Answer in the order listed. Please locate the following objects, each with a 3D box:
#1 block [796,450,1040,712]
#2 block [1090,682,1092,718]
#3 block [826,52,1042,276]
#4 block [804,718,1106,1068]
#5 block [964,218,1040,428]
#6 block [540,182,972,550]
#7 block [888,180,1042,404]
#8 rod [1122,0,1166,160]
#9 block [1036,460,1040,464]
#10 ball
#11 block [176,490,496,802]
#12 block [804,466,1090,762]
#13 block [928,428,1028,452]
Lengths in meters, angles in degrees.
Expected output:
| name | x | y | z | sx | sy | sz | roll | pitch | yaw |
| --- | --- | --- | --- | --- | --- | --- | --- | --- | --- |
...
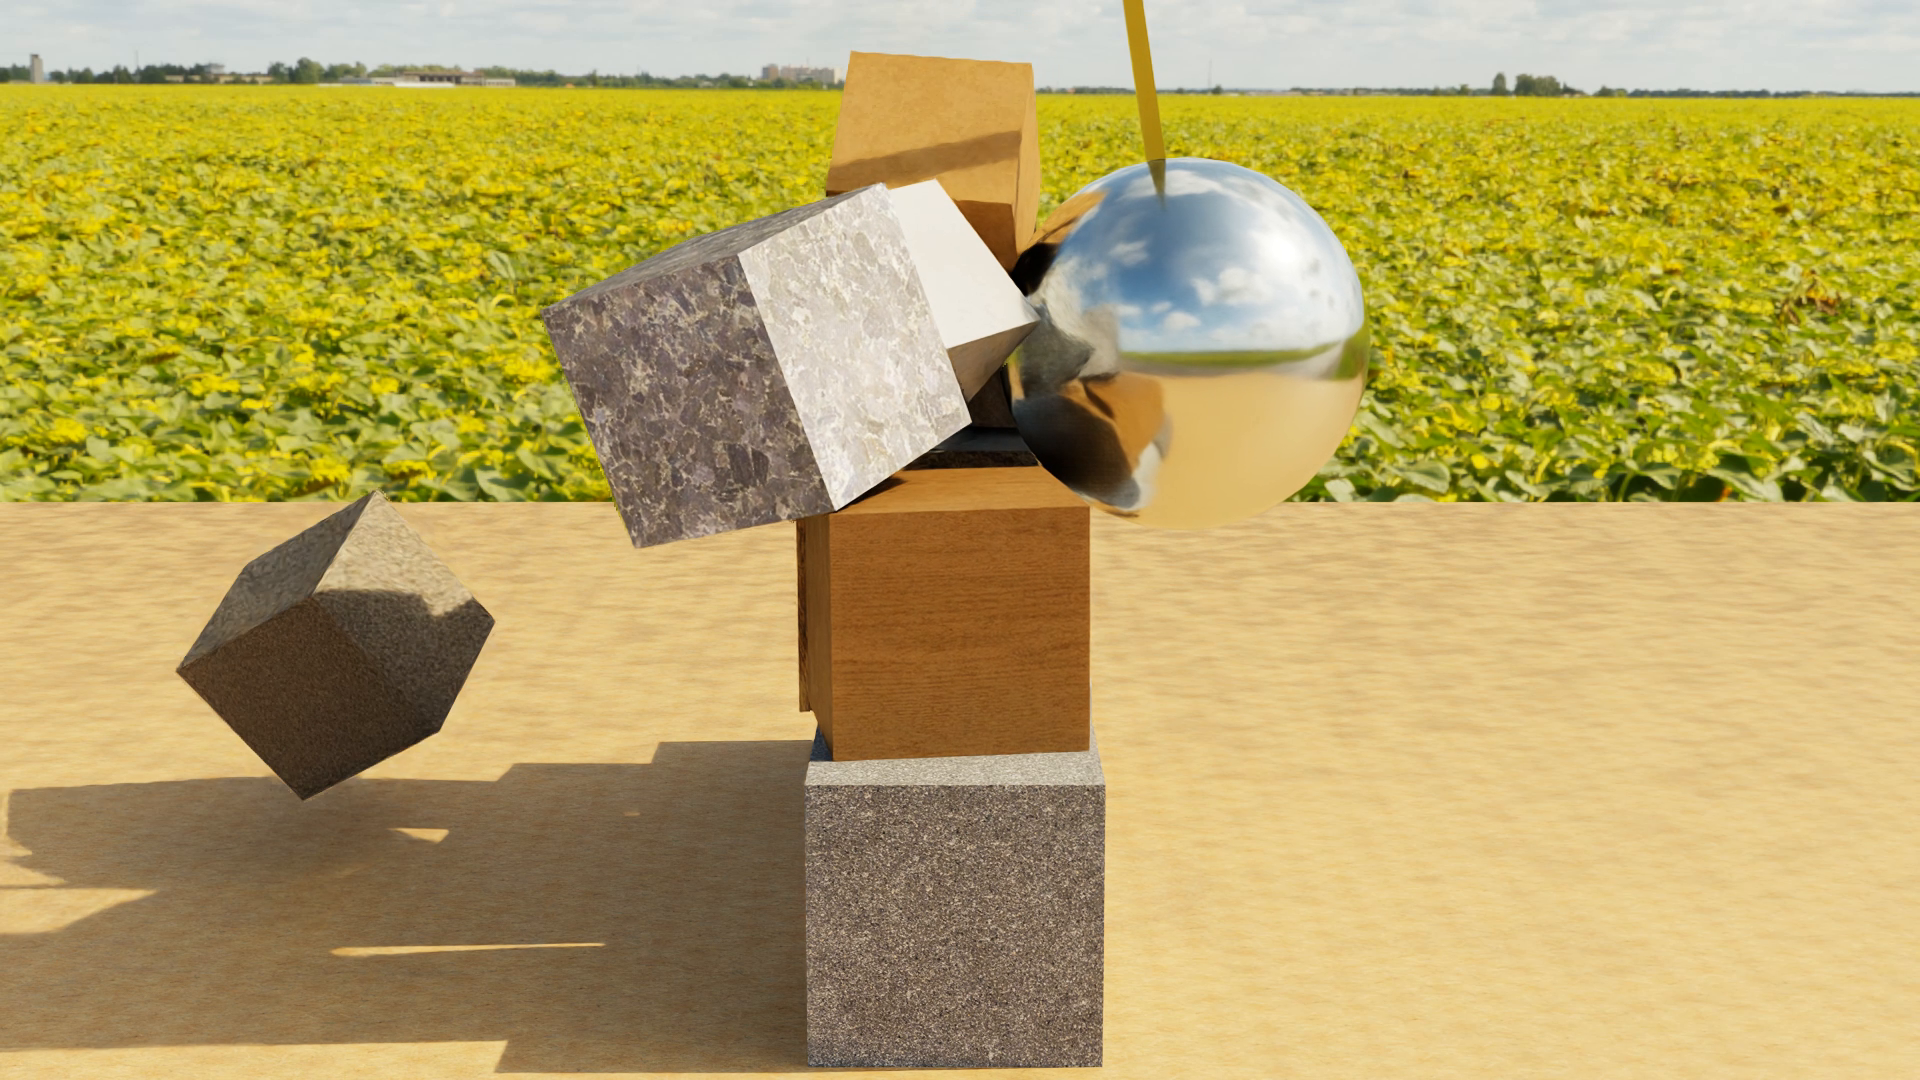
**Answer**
| name | x | y | z | sx | sy | sz | roll | pitch | yaw |
| --- | --- | --- | --- | --- | --- | --- | --- | --- | --- |
| block | -0.169 | 0.151 | 10.817 | 1.033 | 0.890 | 1.040 | -1 | 11 | -4 |
| block | 0.009 | 1.010 | 11.305 | 1.089 | 0.969 | 0.936 | 0 | 10 | 0 |
| block | -0.096 | -1.572 | 11.325 | 0.794 | 0.714 | 0.892 | 5 | -25 | 7 |
| block | -0.018 | 1.288 | 9.559 | 1.056 | 1.045 | 0.953 | 0 | 10 | 0 |
| block | -0.038 | -1.019 | 12.210 | 0.836 | 0.966 | 0.835 | 1 | 2 | 5 |
| block | -0.760 | -0.654 | 9.693 | 1.027 | 0.976 | 0.915 | -10 | 16 | 38 |
| block | -0.370 | -0.865 | 10.564 | 0.860 | 0.759 | 0.826 | -22 | -19 | -47 |
| rod | 0.415 | -4.141 | 10.427 | 0.080 | 5.200 | 0.080 | -9 | 10 | 2 |
| block | -0.010 | -0.156 | 12.606 | 0.833 | 0.780 | 0.913 | 0 | 6 | 1 |
| ball | 0.959 | -0.839 | 11.028 | 1.600 | 1.600 | 1.600 | 0 | 10 | 0 |
| block | -2.957 | 0.503 | 12.234 | 0.901 | 0.886 | 0.872 | -26 | 26 | 26 |
| block | -0.067 | 0.256 | 9.751 | 0.947 | 0.912 | 0.950 | -2 | 11 | -9 |
| block | -0.048 | -0.041 | 11.742 | 0.725 | 0.850 | 0.754 | 0 | 10 | 1 |
